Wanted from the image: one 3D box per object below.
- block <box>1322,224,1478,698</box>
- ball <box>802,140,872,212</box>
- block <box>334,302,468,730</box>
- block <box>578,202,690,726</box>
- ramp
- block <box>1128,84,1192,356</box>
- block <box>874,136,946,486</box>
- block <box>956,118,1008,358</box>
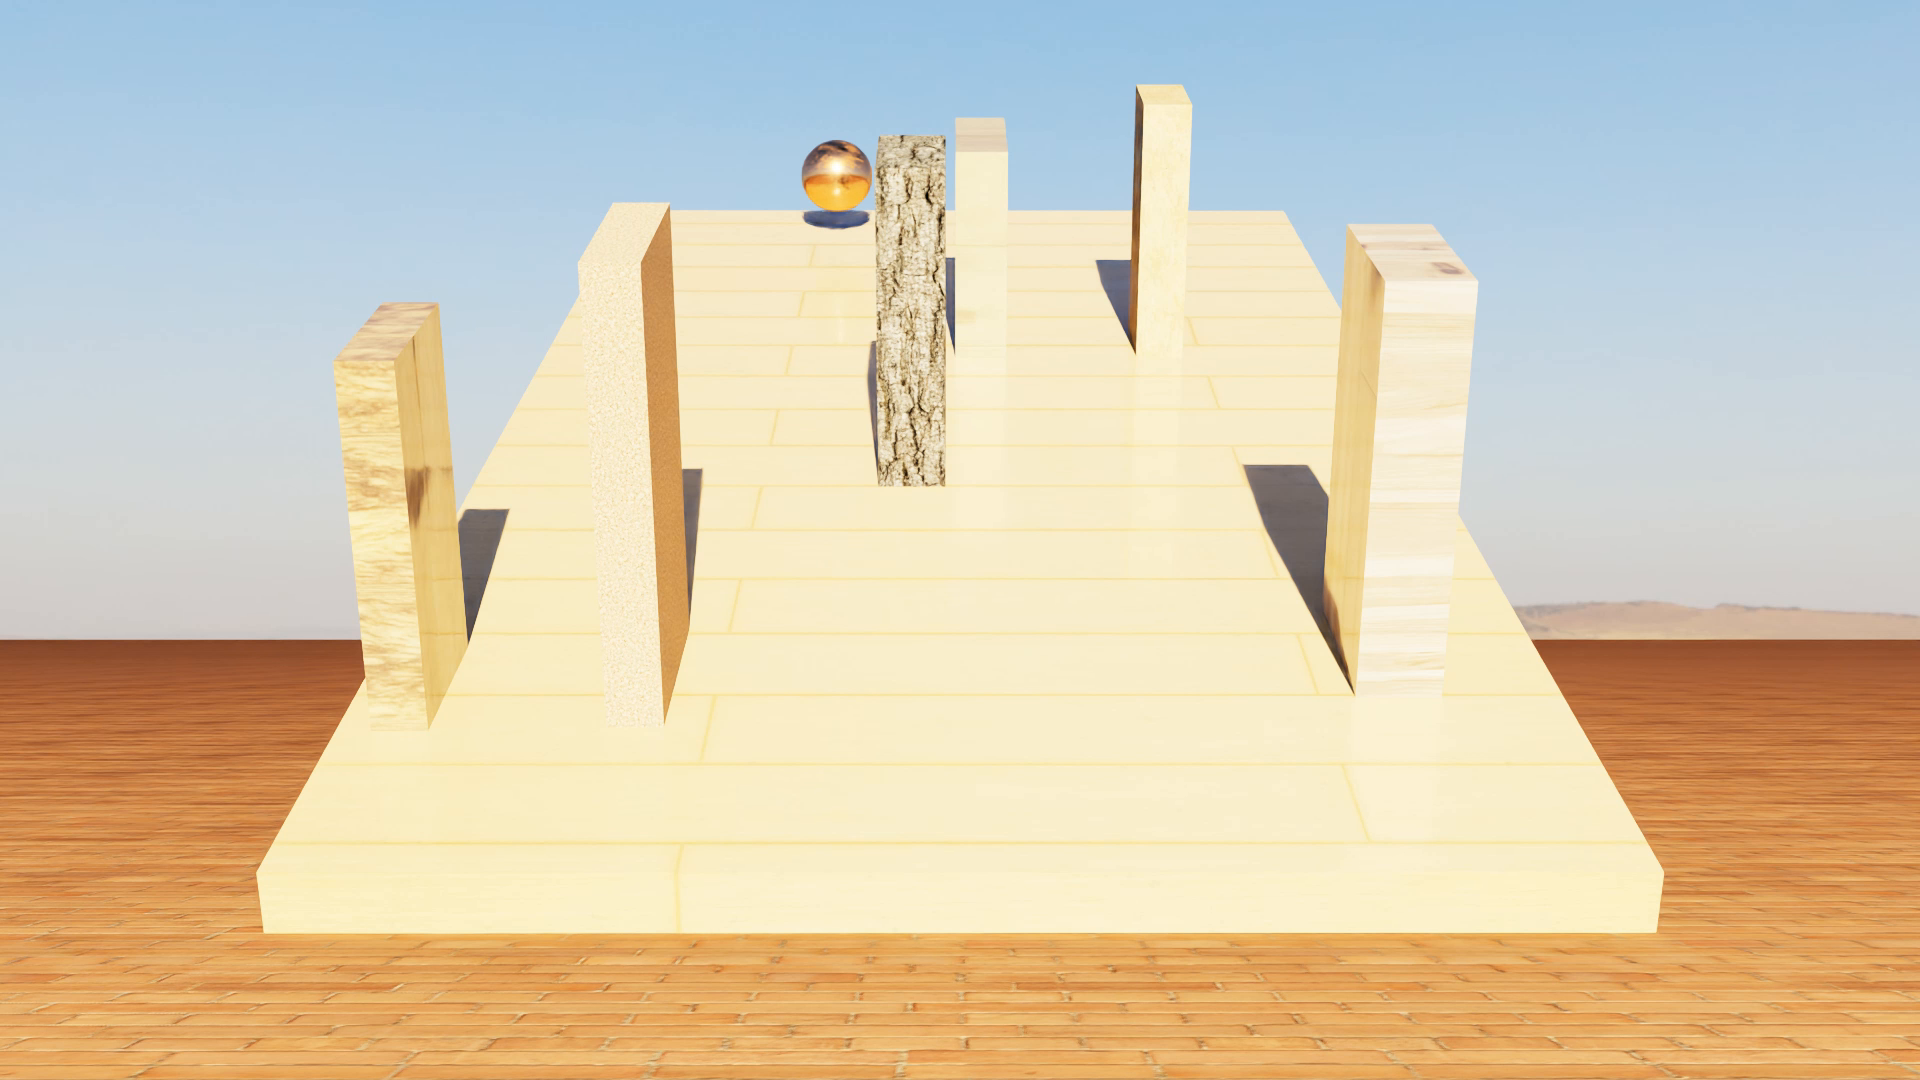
[{"bbox_3d":[0.725,-0.136,3.830,0.143,0.710,0.368,0,22,0],"label":"block"},{"bbox_3d":[-0.358,-1.059,6.665,0.208,0.208,0.208,0,-2,0],"label":"ball"},{"bbox_3d":[-0.898,-0.041,3.707,0.091,0.618,0.325,0,22,0],"label":"block"},{"bbox_3d":[-0.523,-0.127,3.724,0.093,0.766,0.387,0,22,0],"label":"block"},{"bbox_3d":[-0.006,-0.219,5.132,2.000,0.100,4.000,0,22,0],"label":"ramp"},{"bbox_3d":[0.485,-0.778,5.579,0.112,0.613,0.254,0,22,0],"label":"block"},{"bbox_3d":[-0.099,-0.477,4.748,0.139,0.663,0.320,0,22,0],"label":"block"},{"bbox_3d":[0.050,-0.752,5.659,0.123,0.503,0.414,0,22,0],"label":"block"}]
